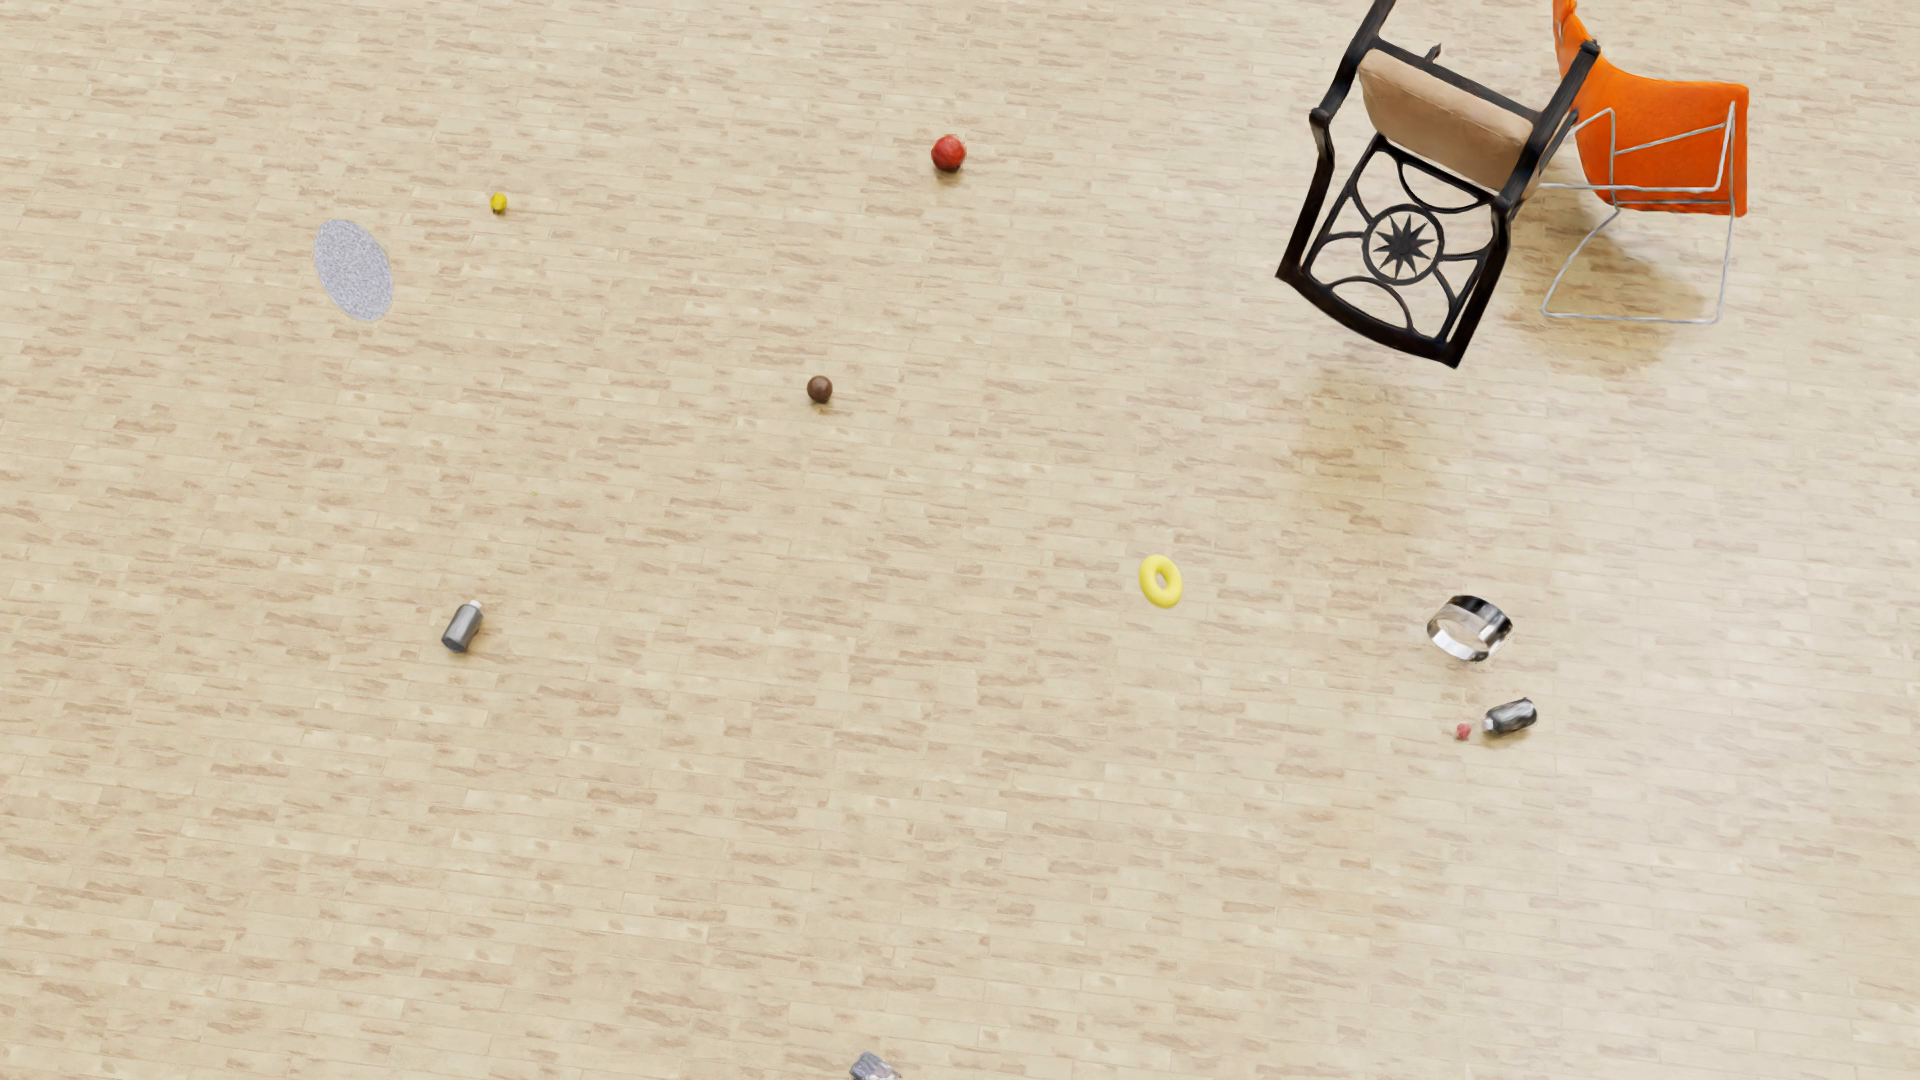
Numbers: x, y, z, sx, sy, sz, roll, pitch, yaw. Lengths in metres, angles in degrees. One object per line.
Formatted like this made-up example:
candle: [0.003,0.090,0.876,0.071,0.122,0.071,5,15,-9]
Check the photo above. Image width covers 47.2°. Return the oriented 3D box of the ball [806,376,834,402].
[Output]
ball: [-0.436,-0.471,6.840,0.083,0.083,0.083,0,56,0]

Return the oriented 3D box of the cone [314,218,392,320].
cone: [-1.688,-0.805,6.295,0.203,0.300,0.294,-18,17,10]

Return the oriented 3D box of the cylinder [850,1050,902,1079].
cylinder: [-0.216,1.365,5.628,0.120,0.050,0.068,35,53,16]

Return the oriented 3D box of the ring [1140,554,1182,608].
ring: [0.546,0.111,5.974,0.117,0.054,0.150,-15,81,-23]

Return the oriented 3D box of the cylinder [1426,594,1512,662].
cylinder: [1.458,0.252,6.300,0.112,0.149,0.224,-42,33,-24]
